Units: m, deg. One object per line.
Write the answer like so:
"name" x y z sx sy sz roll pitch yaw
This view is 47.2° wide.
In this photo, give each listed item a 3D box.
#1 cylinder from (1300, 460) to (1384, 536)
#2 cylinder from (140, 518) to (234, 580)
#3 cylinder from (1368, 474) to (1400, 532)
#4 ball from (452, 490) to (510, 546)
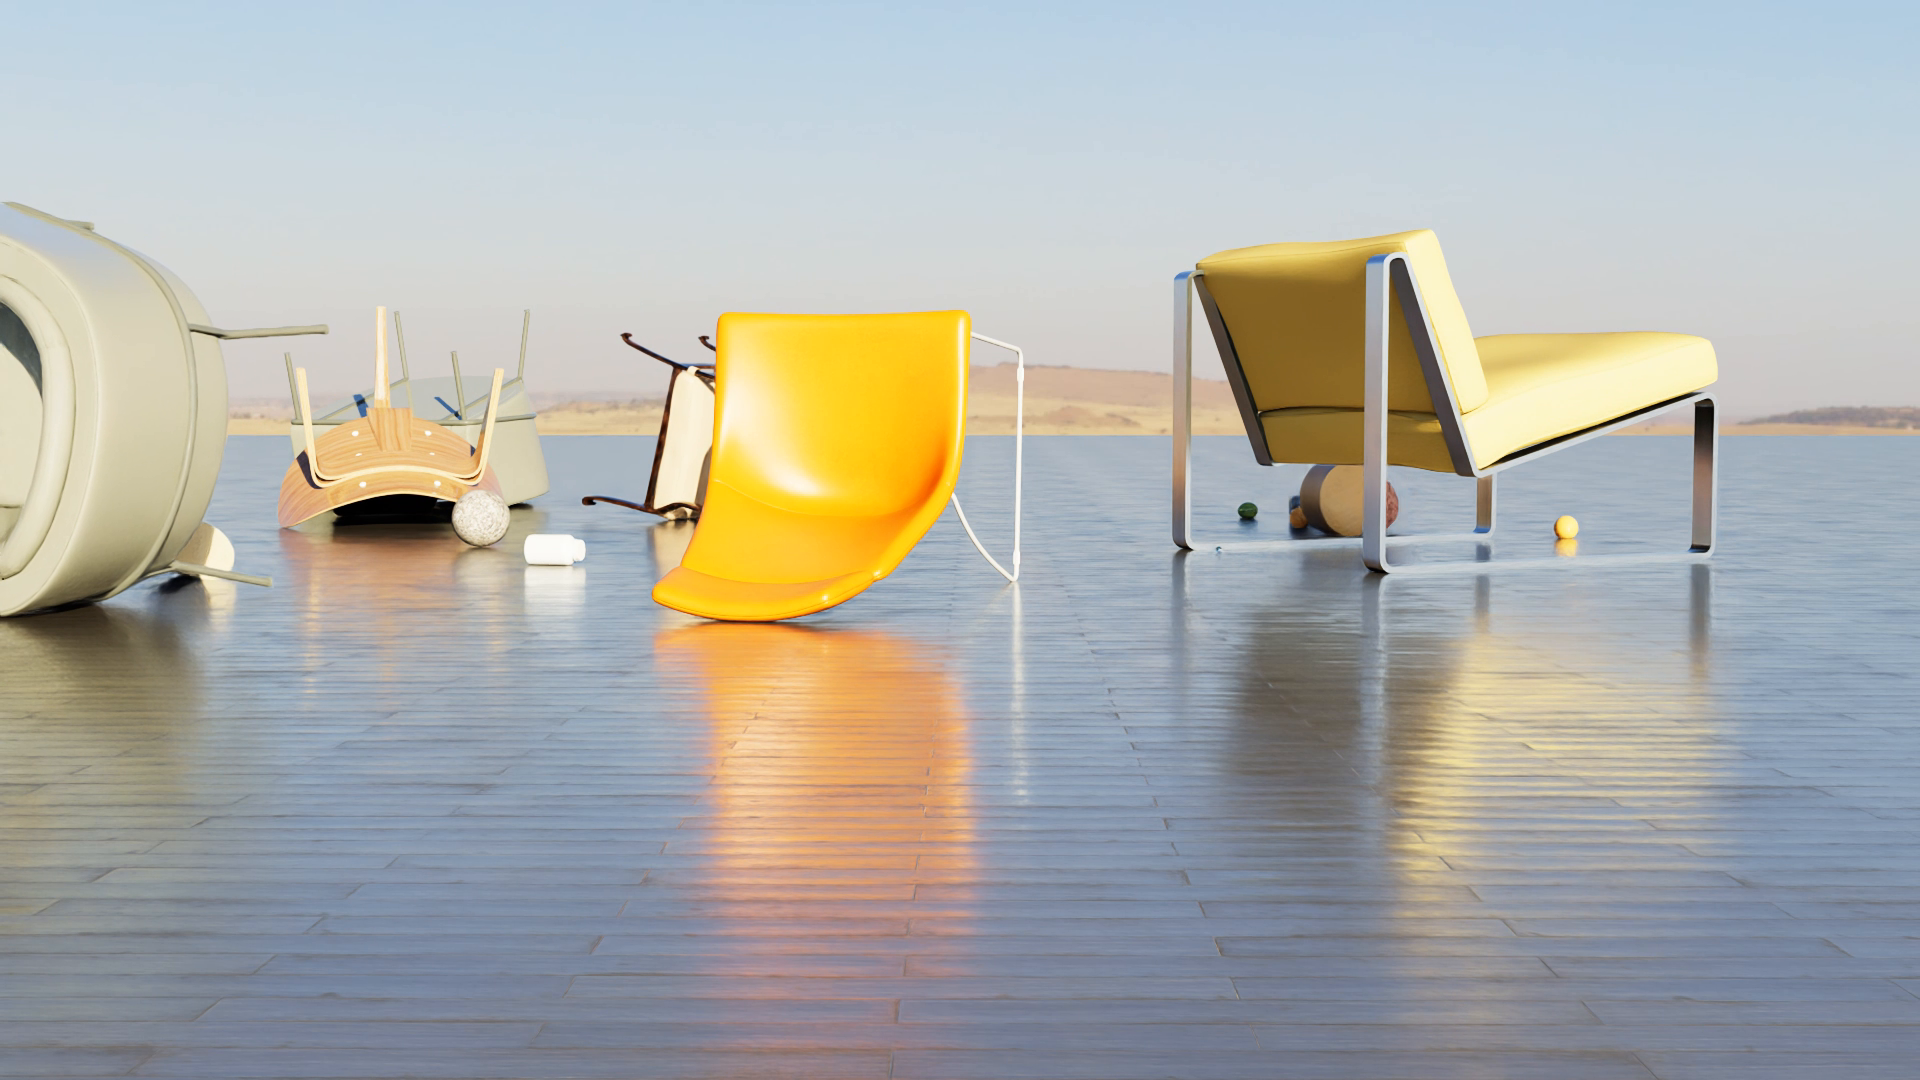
"cylinder" 1.174 -0.129 6.756 0.221 0.230 0.133 -23 10 -15
"cylinder" -1.838 0.019 5.231 0.180 0.128 0.148 35 -19 -36
"cylinder" 1.259 -0.126 6.935 0.235 0.184 0.105 27 -2 -13
"ball" -1.362 -0.063 6.253 0.165 0.165 0.165 0 4 0
